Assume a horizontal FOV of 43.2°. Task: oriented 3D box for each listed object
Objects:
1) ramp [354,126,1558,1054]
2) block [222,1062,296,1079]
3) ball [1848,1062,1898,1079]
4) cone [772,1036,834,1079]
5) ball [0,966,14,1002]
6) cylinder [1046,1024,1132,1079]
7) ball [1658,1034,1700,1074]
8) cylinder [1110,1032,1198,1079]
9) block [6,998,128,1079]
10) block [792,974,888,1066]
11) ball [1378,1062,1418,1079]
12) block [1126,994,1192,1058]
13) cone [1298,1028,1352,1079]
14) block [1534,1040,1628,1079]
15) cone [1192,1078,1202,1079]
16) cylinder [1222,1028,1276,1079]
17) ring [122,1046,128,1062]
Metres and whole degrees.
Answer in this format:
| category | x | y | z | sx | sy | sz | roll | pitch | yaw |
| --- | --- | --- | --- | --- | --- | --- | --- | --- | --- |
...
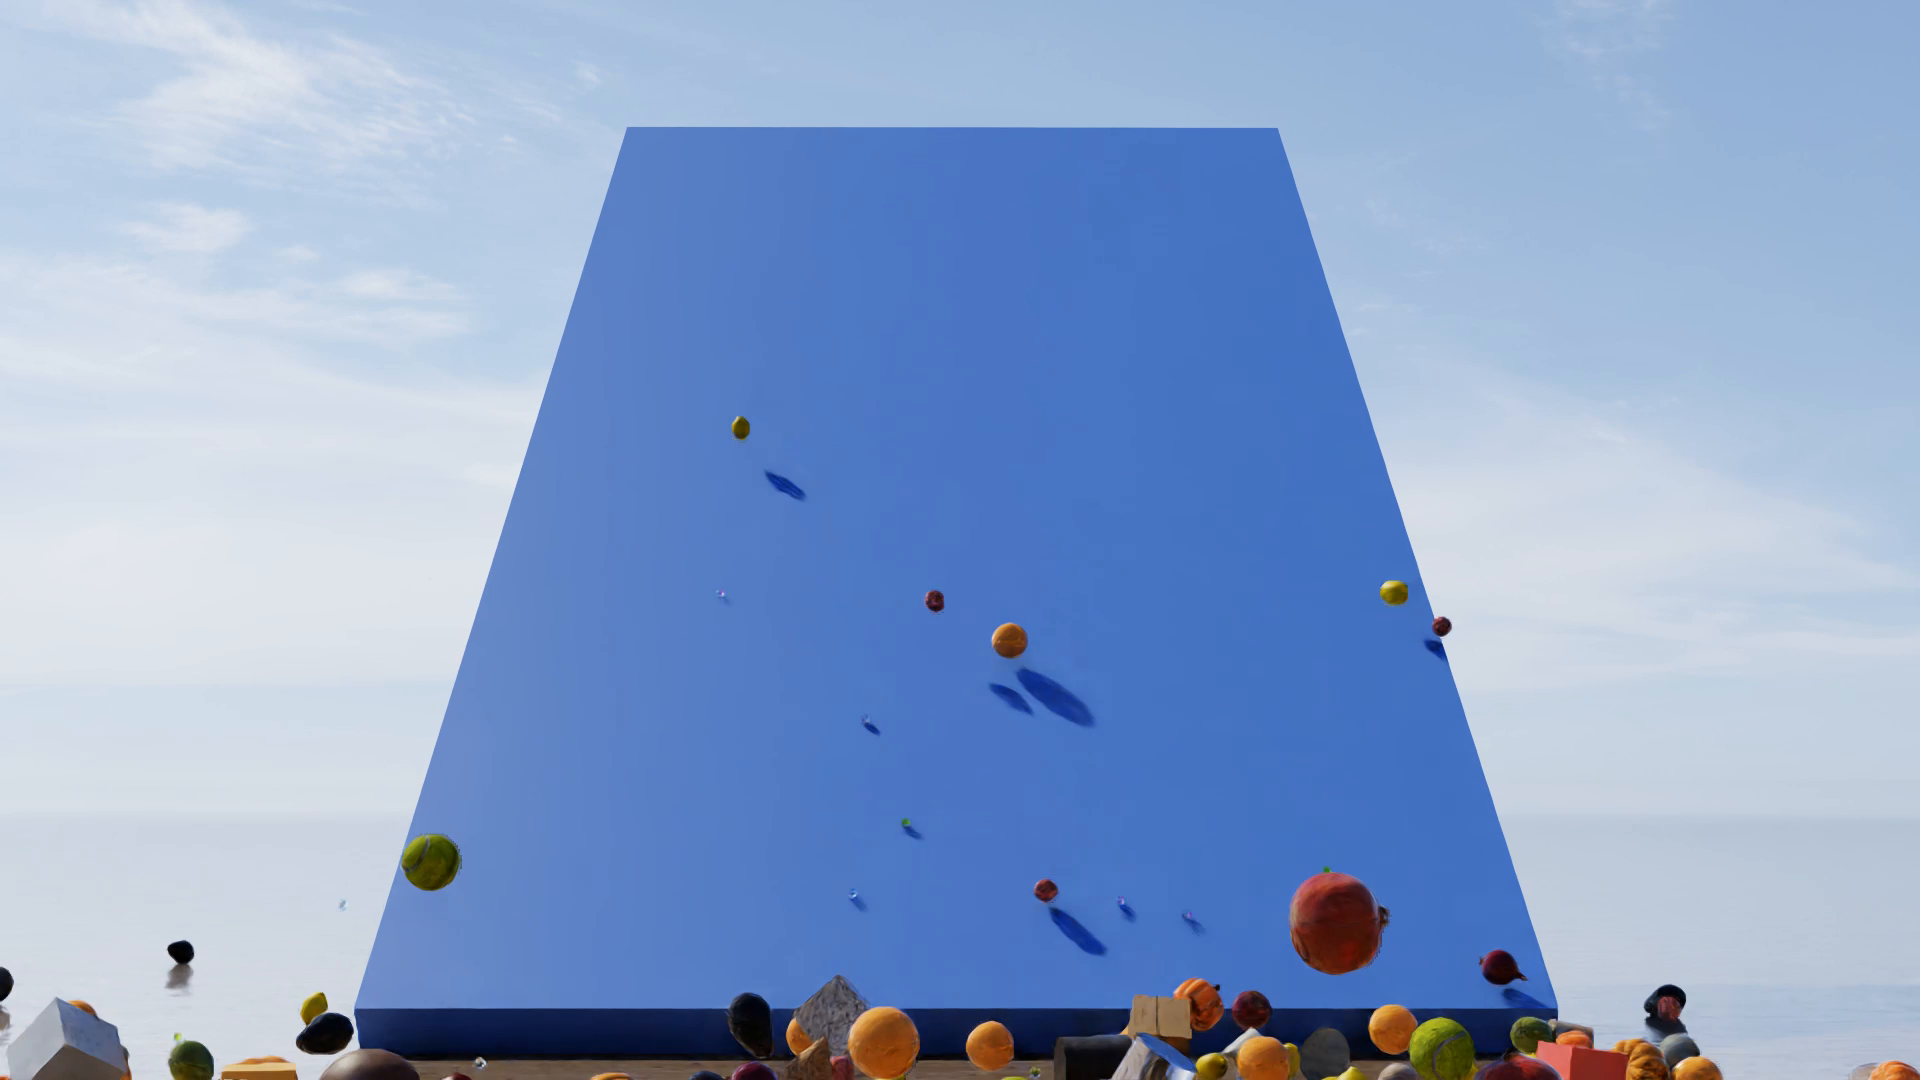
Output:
| category | x | y | z | sx | sy | sz | roll | pitch | yaw |
| --- | --- | --- | --- | --- | --- | --- | --- | --- | --- |
| ramp | -0.014 | -0.203 | 5.771 | 2.000 | 0.100 | 4.000 | 0 | 31 | 0 |
| block | -0.871 | 0.699 | 3.014 | 0.087 | 0.087 | 0.087 | 2 | -7 | -14 |
| ball | 1.217 | 0.732 | 3.232 | 0.070 | 0.070 | 0.070 | 0 | -6 | 0 |
| cone | -0.190 | 0.685 | 3.189 | 0.089 | 0.089 | 0.089 | 19 | 22 | -8 |
| ball | -2.054 | 0.943 | 5.154 | 0.083 | 0.083 | 0.083 | 0 | -6 | 0 |
| cylinder | 0.185 | 0.730 | 3.337 | 0.096 | 0.096 | 0.096 | -20 | 1 | -22 |
| ball | 1.114 | 0.796 | 3.761 | 0.062 | 0.062 | 0.062 | 0 | -6 | 0 |
| cylinder | 0.242 | 0.690 | 3.096 | 0.088 | 0.088 | 0.088 | 31 | 5 | -3 |
| block | -1.128 | 0.658 | 3.063 | 0.095 | 0.095 | 0.095 | 41 | 4 | -38 |
| block | -0.178 | 0.713 | 3.603 | 0.093 | 0.093 | 0.093 | -40 | -17 | -4 |
| ball | 0.609 | 0.755 | 3.369 | 0.056 | 0.056 | 0.056 | 0 | -6 | 0 |
| block | 0.286 | 0.716 | 3.496 | 0.080 | 0.080 | 0.080 | 5 | 32 | -1 |
| cone | 0.569 | 0.788 | 3.646 | 0.086 | 0.086 | 0.086 | -6 | -30 | 40 |
| block | 0.825 | 0.719 | 3.234 | 0.085 | 0.085 | 0.085 | 11 | -9 | -17 |
| cone | 0.316 | 0.740 | 3.131 | 0.069 | 0.069 | 0.069 | -6 | -35 | 42 |
| cylinder | 0.423 | 0.754 | 3.560 | 0.055 | 0.055 | 0.055 | -37 | 1 | -12 |
| ring | -1.373 | 0.816 | 3.830 | 0.117 | 0.039 | 0.117 | 1 | -5 | 0 |
